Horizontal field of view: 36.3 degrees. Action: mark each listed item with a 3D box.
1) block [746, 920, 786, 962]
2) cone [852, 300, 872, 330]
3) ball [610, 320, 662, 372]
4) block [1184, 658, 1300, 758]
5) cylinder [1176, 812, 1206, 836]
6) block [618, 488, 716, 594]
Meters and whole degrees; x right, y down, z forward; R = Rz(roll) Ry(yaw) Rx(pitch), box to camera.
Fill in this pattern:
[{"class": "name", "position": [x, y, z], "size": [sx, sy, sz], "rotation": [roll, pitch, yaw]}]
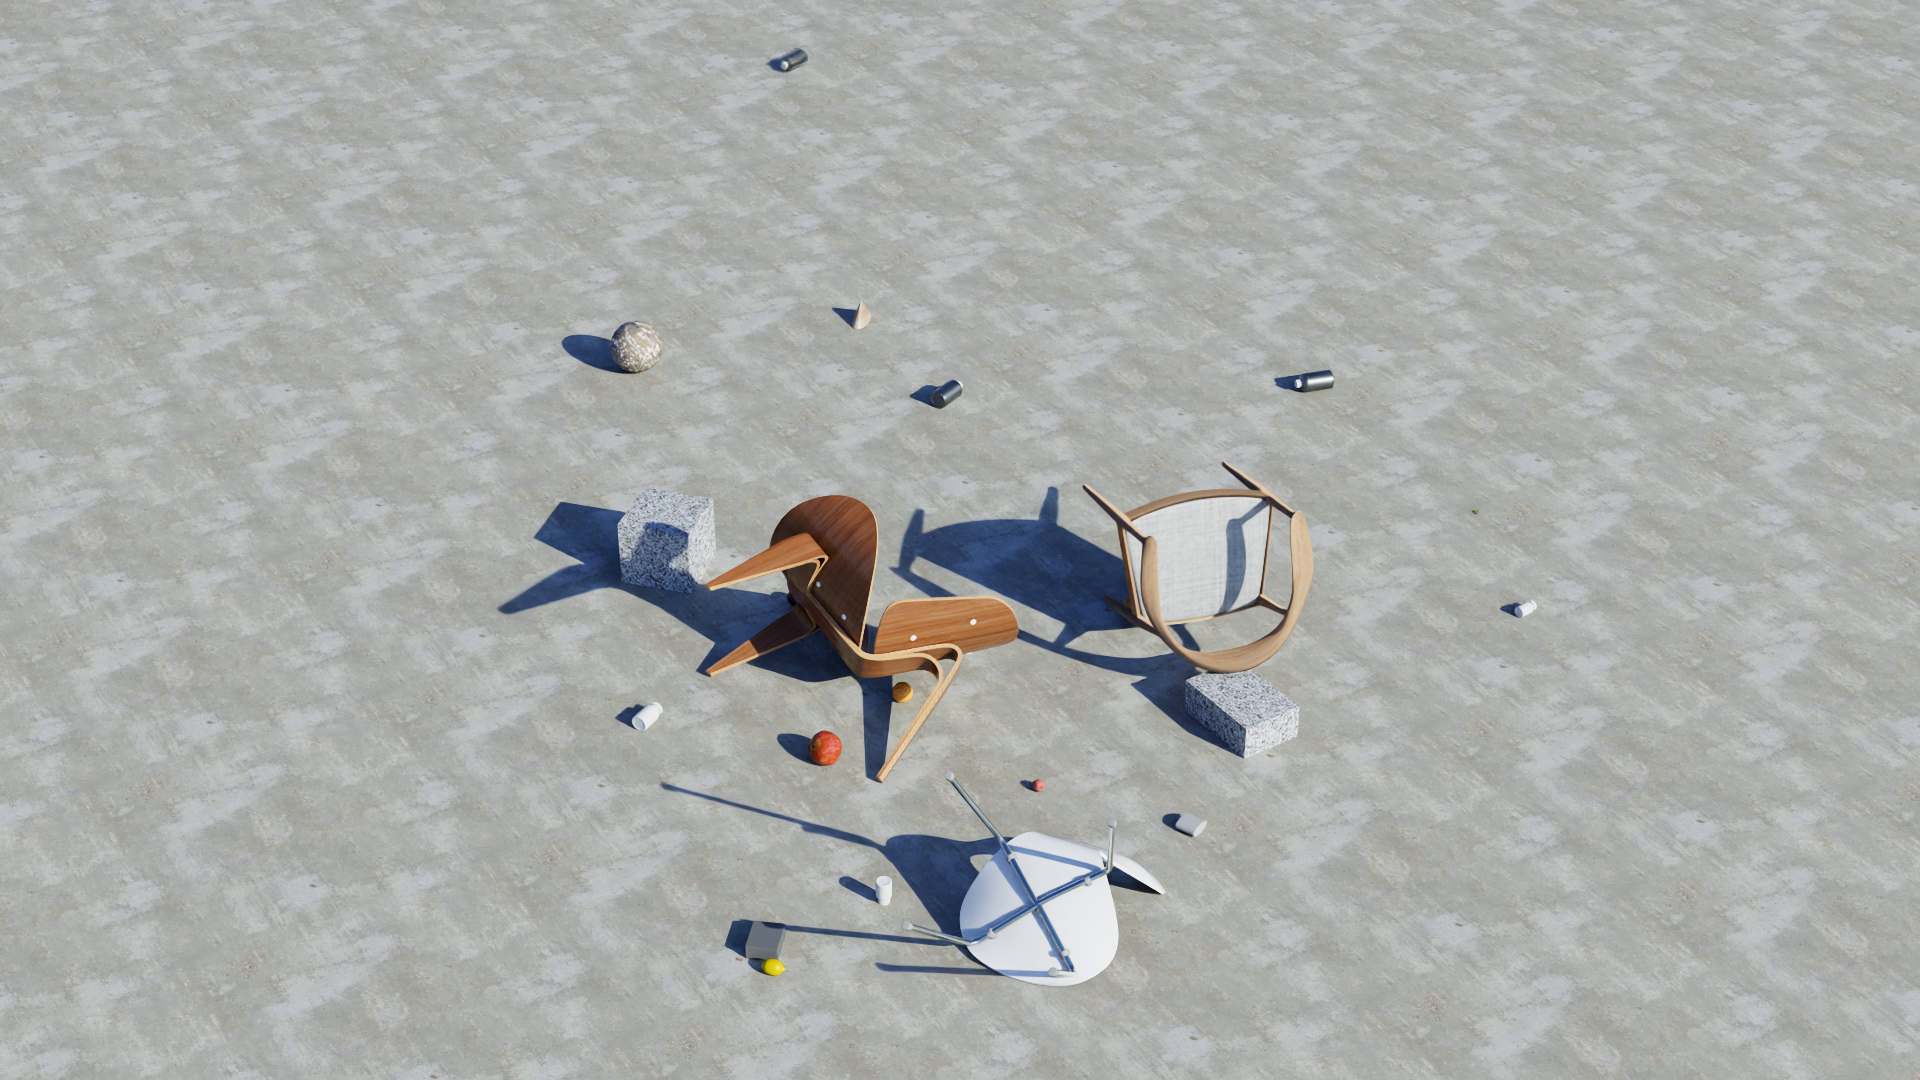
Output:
[{"class": "block", "position": [-0.598, 1.234, 9.026], "size": [0.099, 0.050, 0.121], "rotation": [5, 34, 7]}, {"class": "cone", "position": [-0.415, -0.967, 12.323], "size": [0.076, 0.098, 0.169], "rotation": [9, 35, 14]}, {"class": "ball", "position": [-1.319, -0.788, 11.948], "size": [0.212, 0.212, 0.212], "rotation": [0, 33, 0]}, {"class": "block", "position": [0.956, 0.572, 9.963], "size": [0.227, 0.126, 0.332], "rotation": [-20, 38, -27]}, {"class": "cylinder", "position": [0.750, 0.922, 9.509], "size": [0.071, 0.039, 0.076], "rotation": [23, 43, 30]}, {"class": "block", "position": [-1.069, 0.001, 10.716], "size": [0.269, 0.250, 0.263], "rotation": [9, 34, 14]}]
